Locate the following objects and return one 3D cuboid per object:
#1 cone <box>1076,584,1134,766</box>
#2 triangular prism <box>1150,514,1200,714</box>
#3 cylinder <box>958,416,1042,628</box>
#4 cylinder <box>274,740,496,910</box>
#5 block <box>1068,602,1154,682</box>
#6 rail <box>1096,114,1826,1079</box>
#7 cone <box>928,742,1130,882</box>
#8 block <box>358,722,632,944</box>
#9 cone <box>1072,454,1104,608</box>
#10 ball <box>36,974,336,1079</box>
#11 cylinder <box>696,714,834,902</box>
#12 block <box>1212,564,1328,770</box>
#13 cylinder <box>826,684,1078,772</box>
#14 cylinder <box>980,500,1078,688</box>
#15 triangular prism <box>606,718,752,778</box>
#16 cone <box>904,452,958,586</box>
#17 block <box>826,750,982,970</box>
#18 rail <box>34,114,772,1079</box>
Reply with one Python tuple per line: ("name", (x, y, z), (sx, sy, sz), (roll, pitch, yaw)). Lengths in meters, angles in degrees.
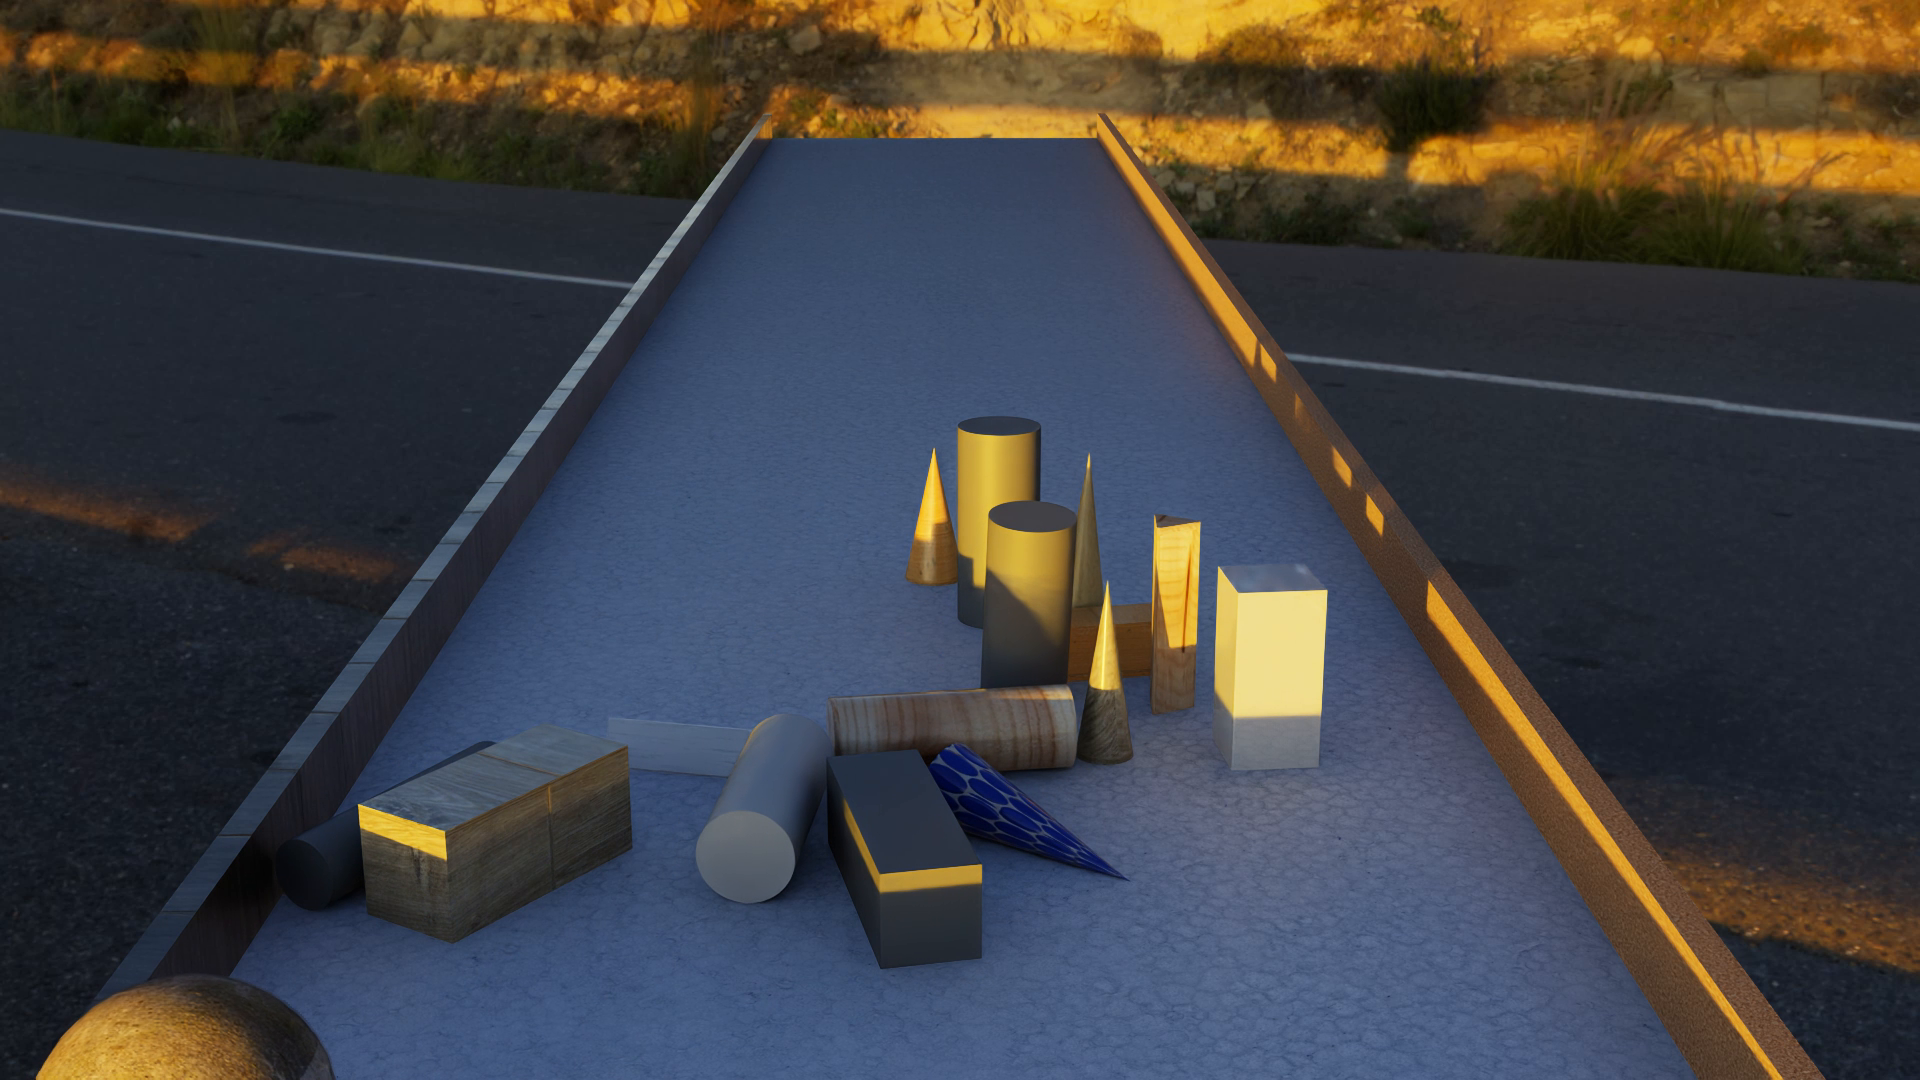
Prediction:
("cone", (0.258, 0.227, 3.892), (0.104, 0.326, 0.104), (0, 17, 0))
("triangular prism", (0.385, 0.136, 4.128), (0.093, 0.365, 0.080), (-9, 19, -27))
("cylinder", (0.081, -0.037, 4.617), (0.173, 0.418, 0.173), (0, 17, 0))
("cylinder", (-0.889, 0.450, 3.513), (0.116, 0.116, 0.449), (8, 19, 26))
("block", (0.251, 0.204, 4.342), (0.333, 0.112, 0.112), (-4, 17, -12))
("rail", (0.932, -0.844, 7.801), (0.050, 0.150, 12.000), (0, 17, -1))
("cone", (0.121, 0.467, 3.535), (0.381, 0.140, 0.140), (25, 28, 33))
("block", (-0.712, 0.446, 3.412), (0.180, 0.180, 0.398), (10, 20, 31))
("cone", (0.252, 0.022, 4.433), (0.116, 0.406, 0.116), (2, 14, 0))
("ball", (-0.862, 0.653, 2.446), (0.334, 0.334, 0.334), (0, 17, 0))
("cylinder", (-0.307, 0.424, 3.534), (0.153, 0.153, 0.408), (2, 17, 5))
("block", (0.546, 0.224, 3.899), (0.156, 0.328, 0.156), (-2, 17, -6))
("cylinder", (-0.016, 0.336, 3.842), (0.420, 0.146, 0.146), (-3, 17, -9))
("cylinder", (0.127, 0.129, 4.114), (0.164, 0.372, 0.164), (2, 22, -1))
("triangular prism", (-0.430, 0.363, 3.866), (0.392, 0.075, 0.087), (4, 17, 12))
("cone", (-0.057, -0.061, 4.905), (0.133, 0.300, 0.133), (0, 17, 0))
("block", (-0.092, 0.478, 3.360), (0.149, 0.149, 0.449), (-4, 17, -12))
("rail", (-1.118, -0.838, 7.780), (0.050, 0.150, 12.000), (0, 17, -1))
